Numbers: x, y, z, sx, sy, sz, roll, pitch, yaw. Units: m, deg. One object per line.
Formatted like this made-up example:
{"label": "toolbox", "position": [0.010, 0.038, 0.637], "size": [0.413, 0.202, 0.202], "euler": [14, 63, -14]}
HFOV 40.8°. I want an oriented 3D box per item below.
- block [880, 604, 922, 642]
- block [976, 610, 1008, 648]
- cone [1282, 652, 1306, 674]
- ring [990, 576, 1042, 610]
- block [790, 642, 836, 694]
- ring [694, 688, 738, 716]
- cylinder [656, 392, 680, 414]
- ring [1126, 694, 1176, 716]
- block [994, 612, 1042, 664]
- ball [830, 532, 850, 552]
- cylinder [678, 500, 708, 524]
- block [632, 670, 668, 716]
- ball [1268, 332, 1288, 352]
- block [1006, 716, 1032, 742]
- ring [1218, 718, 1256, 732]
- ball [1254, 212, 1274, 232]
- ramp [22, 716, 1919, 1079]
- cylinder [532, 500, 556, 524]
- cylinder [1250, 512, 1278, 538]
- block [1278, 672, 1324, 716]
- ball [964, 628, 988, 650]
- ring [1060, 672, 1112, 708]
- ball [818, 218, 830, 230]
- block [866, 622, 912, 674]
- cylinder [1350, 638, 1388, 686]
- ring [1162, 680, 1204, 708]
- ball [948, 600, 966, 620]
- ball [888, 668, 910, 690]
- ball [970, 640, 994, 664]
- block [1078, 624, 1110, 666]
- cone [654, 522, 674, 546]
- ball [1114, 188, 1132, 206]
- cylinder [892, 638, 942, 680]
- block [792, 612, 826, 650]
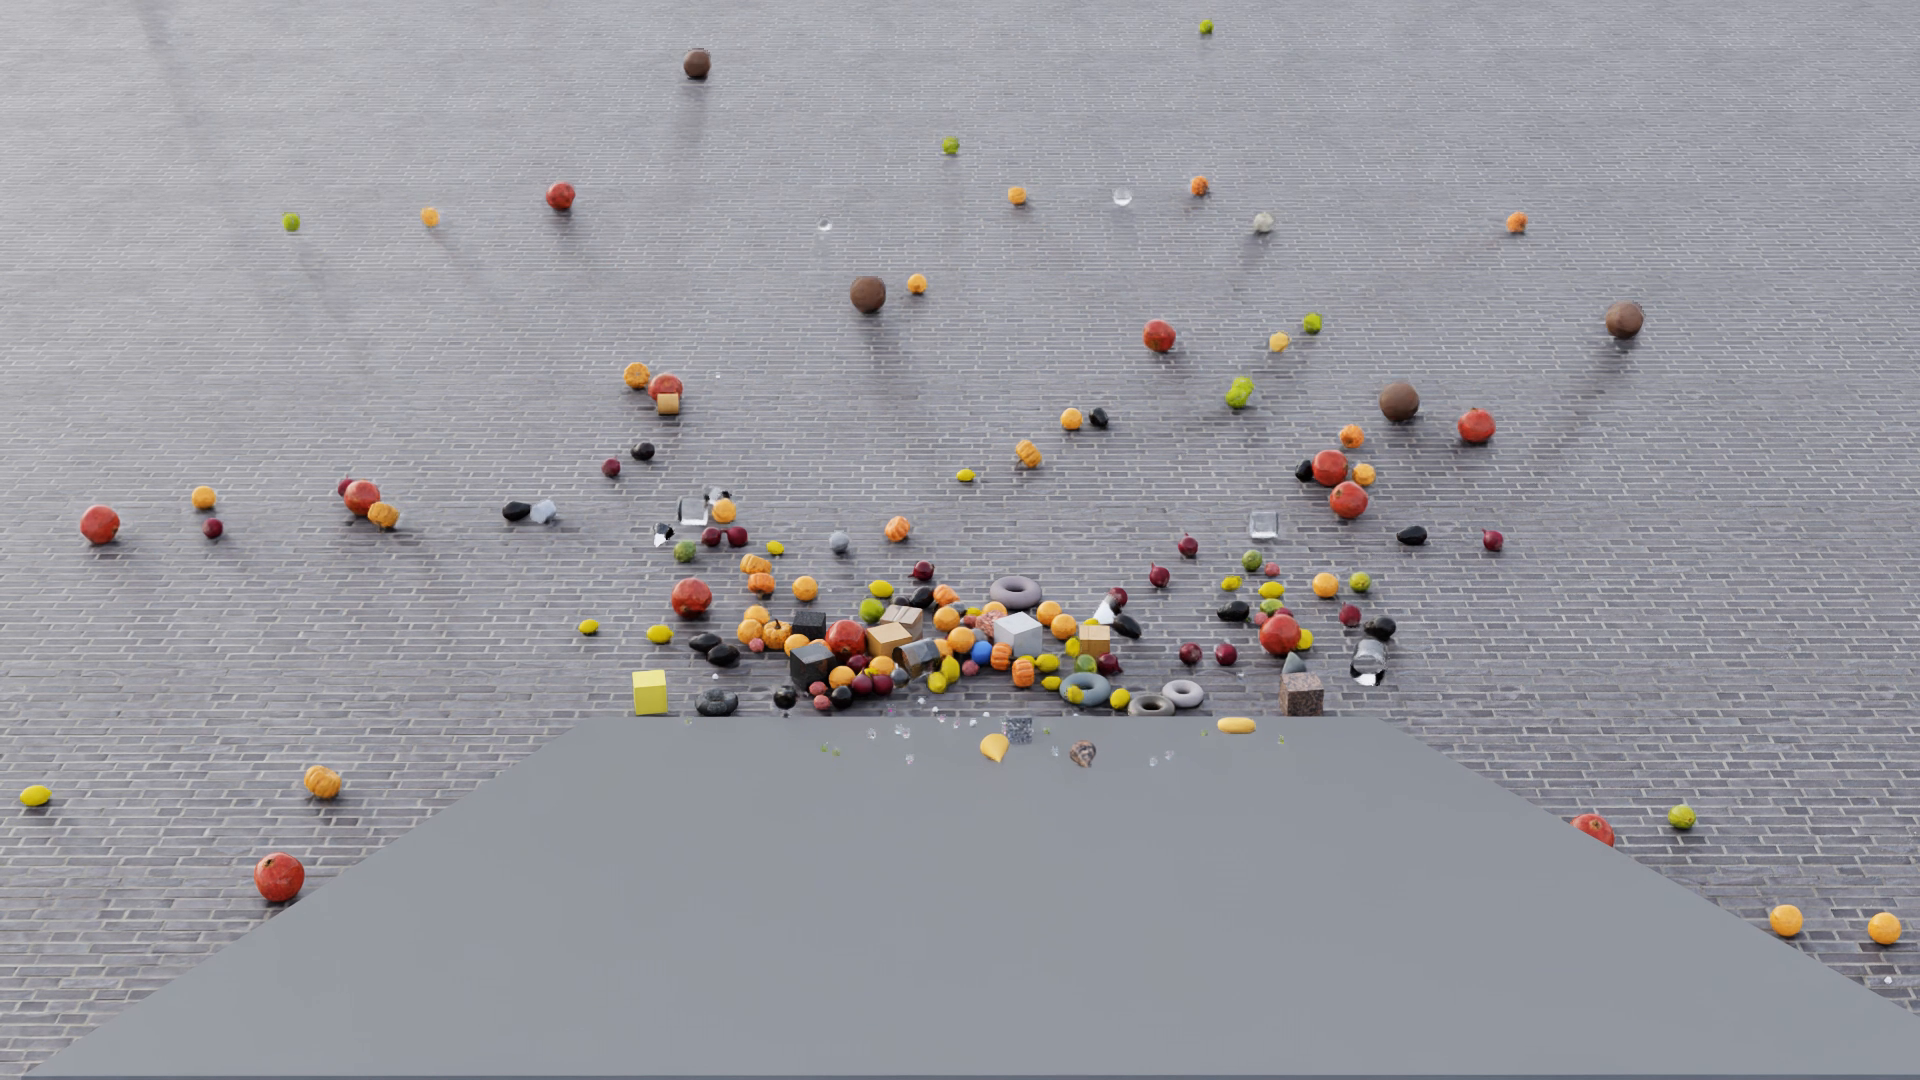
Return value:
{"label": "block", "position": [-0.161, 0.244, 7.091], "size": [0.091, 0.091, 0.091], "euler": [8, 28, 15]}
{"label": "block", "position": [0.096, 0.248, 7.101], "size": [0.075, 0.075, 0.075], "euler": [-20, 33, -35]}
{"label": "cone", "position": [0.886, 0.349, 6.950], "size": [0.067, 0.067, 0.067], "euler": [-41, 41, -15]}
{"label": "ring", "position": [0.158, 0.149, 7.329], "size": [0.150, 0.050, 0.150], "euler": [1, 27, -1]}
{"label": "block", "position": [-0.393, 0.341, 6.898], "size": [0.090, 0.090, 0.090], "euler": [-15, 30, -27]}
{"label": "ring", "position": [-0.640, 0.427, 6.784], "size": [0.116, 0.039, 0.116], "euler": [-1, 26, 1]}
{"label": "cylinder", "position": [-0.962, -0.450, 8.509], "size": [0.068, 0.068, 0.068], "euler": [-6, 27, -6]}
{"label": "ring", "position": [0.500, 0.445, 6.743], "size": [0.129, 0.043, 0.129], "euler": [-1, 26, 1]}
{"label": "block", "position": [0.158, 0.268, 7.039], "size": [0.095, 0.095, 0.095], "euler": [-17, 31, -30]}
{"label": "ball", "position": [-0.356, 0.007, 7.602], "size": [0.060, 0.060, 0.060], "euler": [0, 27, 0]}
{"label": "cylinder", "position": [-0.802, -0.084, 7.765], "size": [0.076, 0.076, 0.076], "euler": [1, 26, 7]}
{"label": "block", "position": [-0.815, 0.401, 6.787], "size": [0.083, 0.083, 0.083], "euler": [-5, 27, -9]}
{"label": "ball", "position": [1.110, -0.687, 8.983], "size": [0.070, 0.070, 0.070], "euler": [0, 27, 0]}
{"label": "block", "position": [0.136, 0.436, 5.964], "size": [0.054, 0.054, 0.054], "euler": [0, 1, -4]}
{"label": "ring", "position": [0.663, 0.444, 6.177], "size": [0.092, 0.031, 0.092], "euler": [0, 2, 0]}
{"label": "ball", "position": [1.188, -1.241, 10.087], "size": [0.076, 0.076, 0.076], "euler": [0, 27, 0]}
{"label": "ramp", "position": [0.060, 0.543, 4.579], "size": [2.000, 0.100, 4.000], "euler": [0, 1, 0]}
{"label": "cylinder", "position": [-1.257, -0.086, 7.794], "size": [0.054, 0.054, 0.054], "euler": [15, 30, 28]}
{"label": "cylinder", "position": [0.906, -0.046, 7.690], "size": [0.076, 0.076, 0.076], "euler": [-1, 27, -2]}
{"label": "block", "position": [0.892, 0.411, 6.753], "size": [0.094, 0.094, 0.094], "euler": [-3, 27, -6]}
{"label": "ball", "position": [0.044, 0.274, 7.060], "size": [0.066, 0.066, 0.066], "euler": [0, 27, 0]}
{"label": "ring", "position": [0.332, 0.397, 6.837], "size": [0.139, 0.046, 0.139], "euler": [-1, 27, 1]}
{"label": "ball", "position": [-0.531, -1.236, 10.103], "size": [0.050, 0.050, 0.050], "euler": [0, 27, 0]}
{"label": "block", "position": [-0.191, 0.291, 6.996], "size": [0.092, 0.092, 0.092], "euler": [-12, 29, -23]}
{"label": "cylinder", "position": [1.097, 0.327, 6.924], "size": [0.092, 0.092, 0.092], "euler": [6, 27, 11]}
{"label": "ring", "position": [0.589, 0.407, 6.825], "size": [0.112, 0.037, 0.112], "euler": [1, 28, 0]}
{"label": "ball", "position": [-0.007, 0.197, 7.228], "size": [0.053, 0.053, 0.053], "euler": [0, 27, 0]}
{"label": "ball", "position": [-0.162, 0.369, 6.879], "size": [0.056, 0.056, 0.056], "euler": [0, 27, 0]}
{"label": "ball", "position": [0.061, 0.305, 6.998], "size": [0.065, 0.065, 0.065], "euler": [0, 27, 0]}
{"label": "block", "position": [0.365, 0.287, 7.014], "size": [0.082, 0.082, 0.082], "euler": [1, 27, 2]}
{"label": "cone", "position": [-0.891, -0.004, 7.657], "size": [0.067, 0.067, 0.067], "euler": [8, 54, 16]}
{"label": "ball", "position": [0.652, -1.381, 10.370], "size": [0.073, 0.073, 0.073], "euler": [0, 27, 0]}
{"label": "cylinder", "position": [-0.117, 0.321, 6.933], "size": [0.096, 0.096, 0.096], "euler": [-16, 31, -29]}
{"label": "block", "position": [-0.414, 0.252, 7.089], "size": [0.080, 0.080, 0.080], "euler": [3, 27, 6]}
